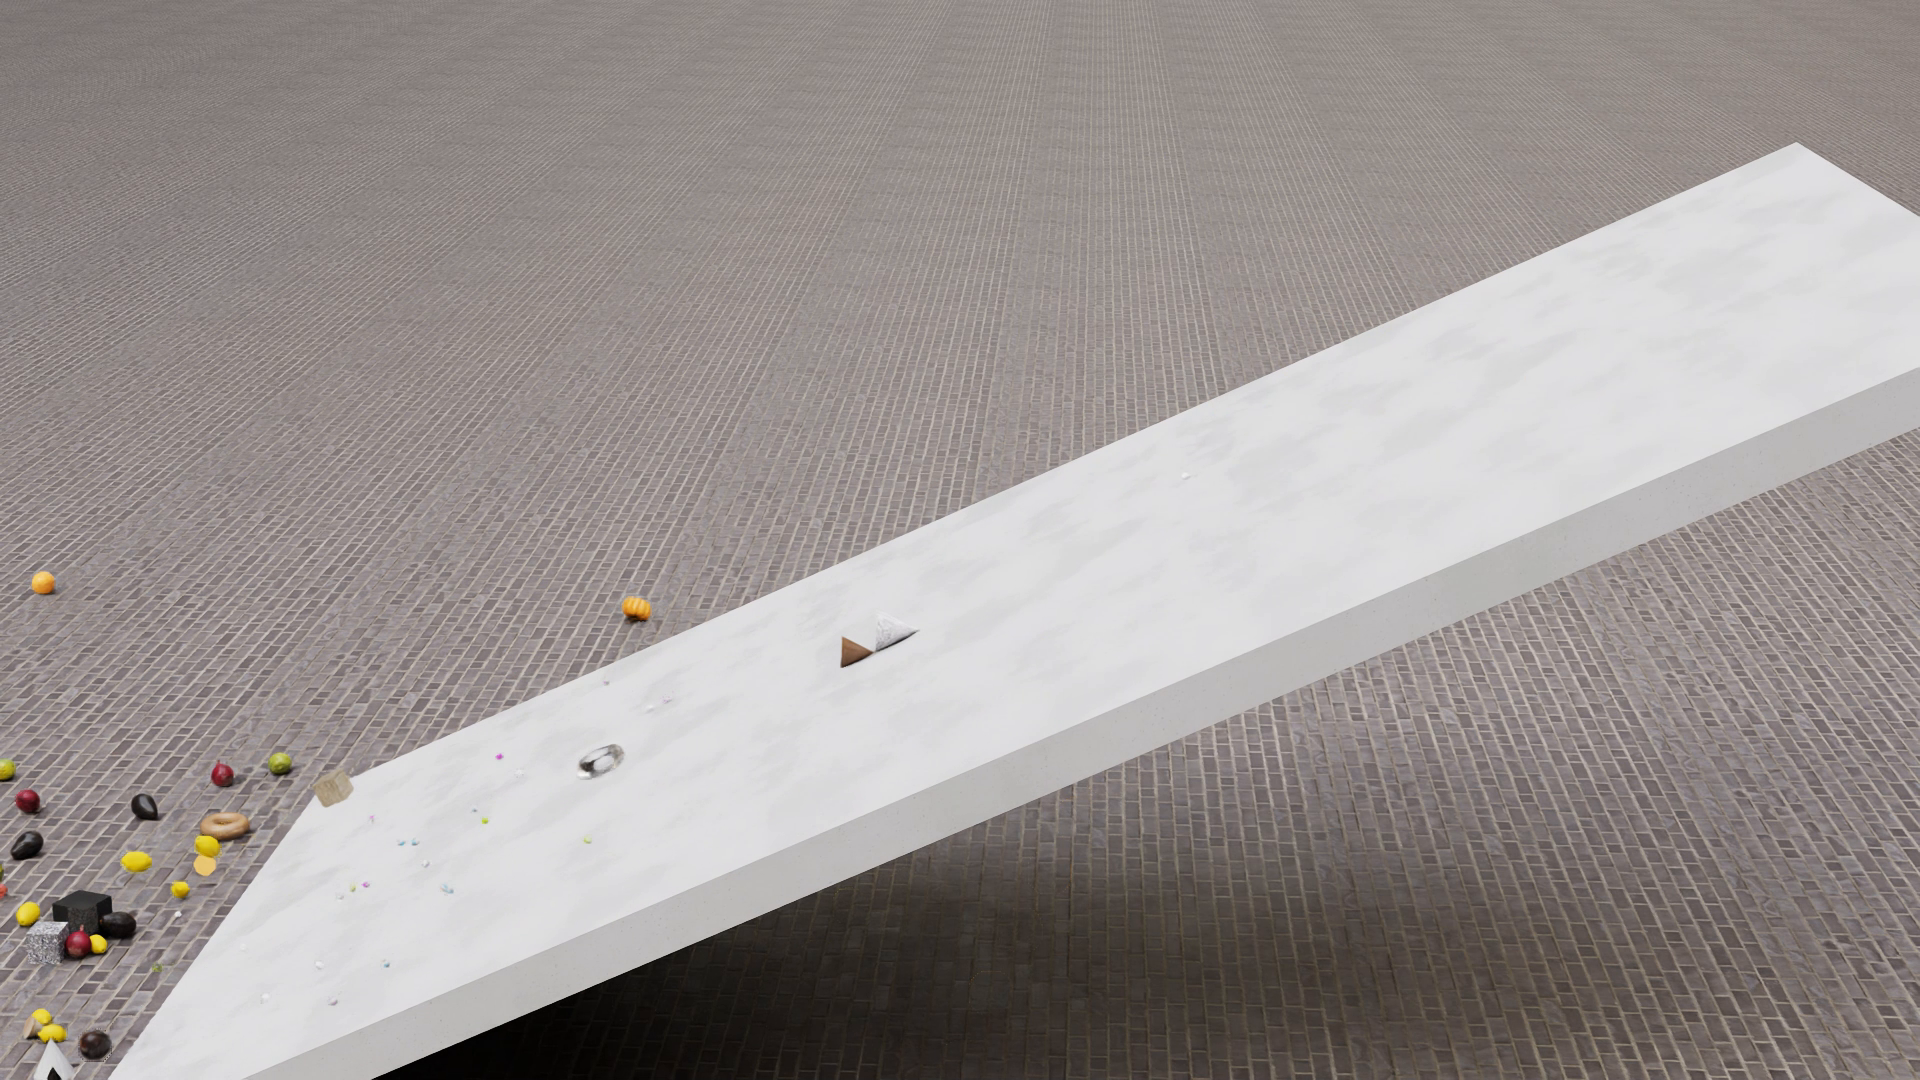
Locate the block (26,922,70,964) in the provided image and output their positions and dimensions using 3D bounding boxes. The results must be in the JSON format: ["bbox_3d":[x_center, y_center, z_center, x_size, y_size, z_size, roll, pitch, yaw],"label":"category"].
[{"bbox_3d":[-2.094,0.925,6.756,0.073,0.073,0.073,1,16,3],"label":"block"}]

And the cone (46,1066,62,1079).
[{"bbox_3d":[-1.873,1.118,6.080,0.066,0.066,0.066,0,16,0],"label":"cone"}]

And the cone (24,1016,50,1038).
[{"bbox_3d":[-1.993,1.060,6.369,0.051,0.051,0.051,22,2,-33],"label":"cone"}]

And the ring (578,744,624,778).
[{"bbox_3d":[-0.790,0.488,6.474,0.114,0.038,0.114,-23,14,6],"label":"ring"}]

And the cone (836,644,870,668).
[{"bbox_3d":[-0.221,0.243,6.368,0.072,0.072,0.072,-28,22,-9],"label":"cone"}]

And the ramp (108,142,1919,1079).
[{"bbox_3d":[0.135,0.169,6.283,4.000,0.100,2.000,-24,13,9],"label":"ramp"}]

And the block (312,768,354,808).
[{"bbox_3d":[-1.567,0.621,7.356,0.065,0.065,0.065,-22,14,16],"label":"block"}]

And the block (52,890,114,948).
[{"bbox_3d":[-2.046,0.884,6.865,0.094,0.094,0.094,6,17,22],"label":"block"}]

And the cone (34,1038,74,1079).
[{"bbox_3d":[-1.904,1.083,6.172,0.084,0.084,0.084,0,16,0],"label":"cone"}]

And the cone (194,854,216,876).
[{"bbox_3d":[-1.875,0.806,7.273,0.054,0.054,0.054,-10,-8,-32],"label":"cone"}]

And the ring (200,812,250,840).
[{"bbox_3d":[-1.877,0.731,7.511,0.125,0.042,0.125,1,17,0],"label":"ring"}]
